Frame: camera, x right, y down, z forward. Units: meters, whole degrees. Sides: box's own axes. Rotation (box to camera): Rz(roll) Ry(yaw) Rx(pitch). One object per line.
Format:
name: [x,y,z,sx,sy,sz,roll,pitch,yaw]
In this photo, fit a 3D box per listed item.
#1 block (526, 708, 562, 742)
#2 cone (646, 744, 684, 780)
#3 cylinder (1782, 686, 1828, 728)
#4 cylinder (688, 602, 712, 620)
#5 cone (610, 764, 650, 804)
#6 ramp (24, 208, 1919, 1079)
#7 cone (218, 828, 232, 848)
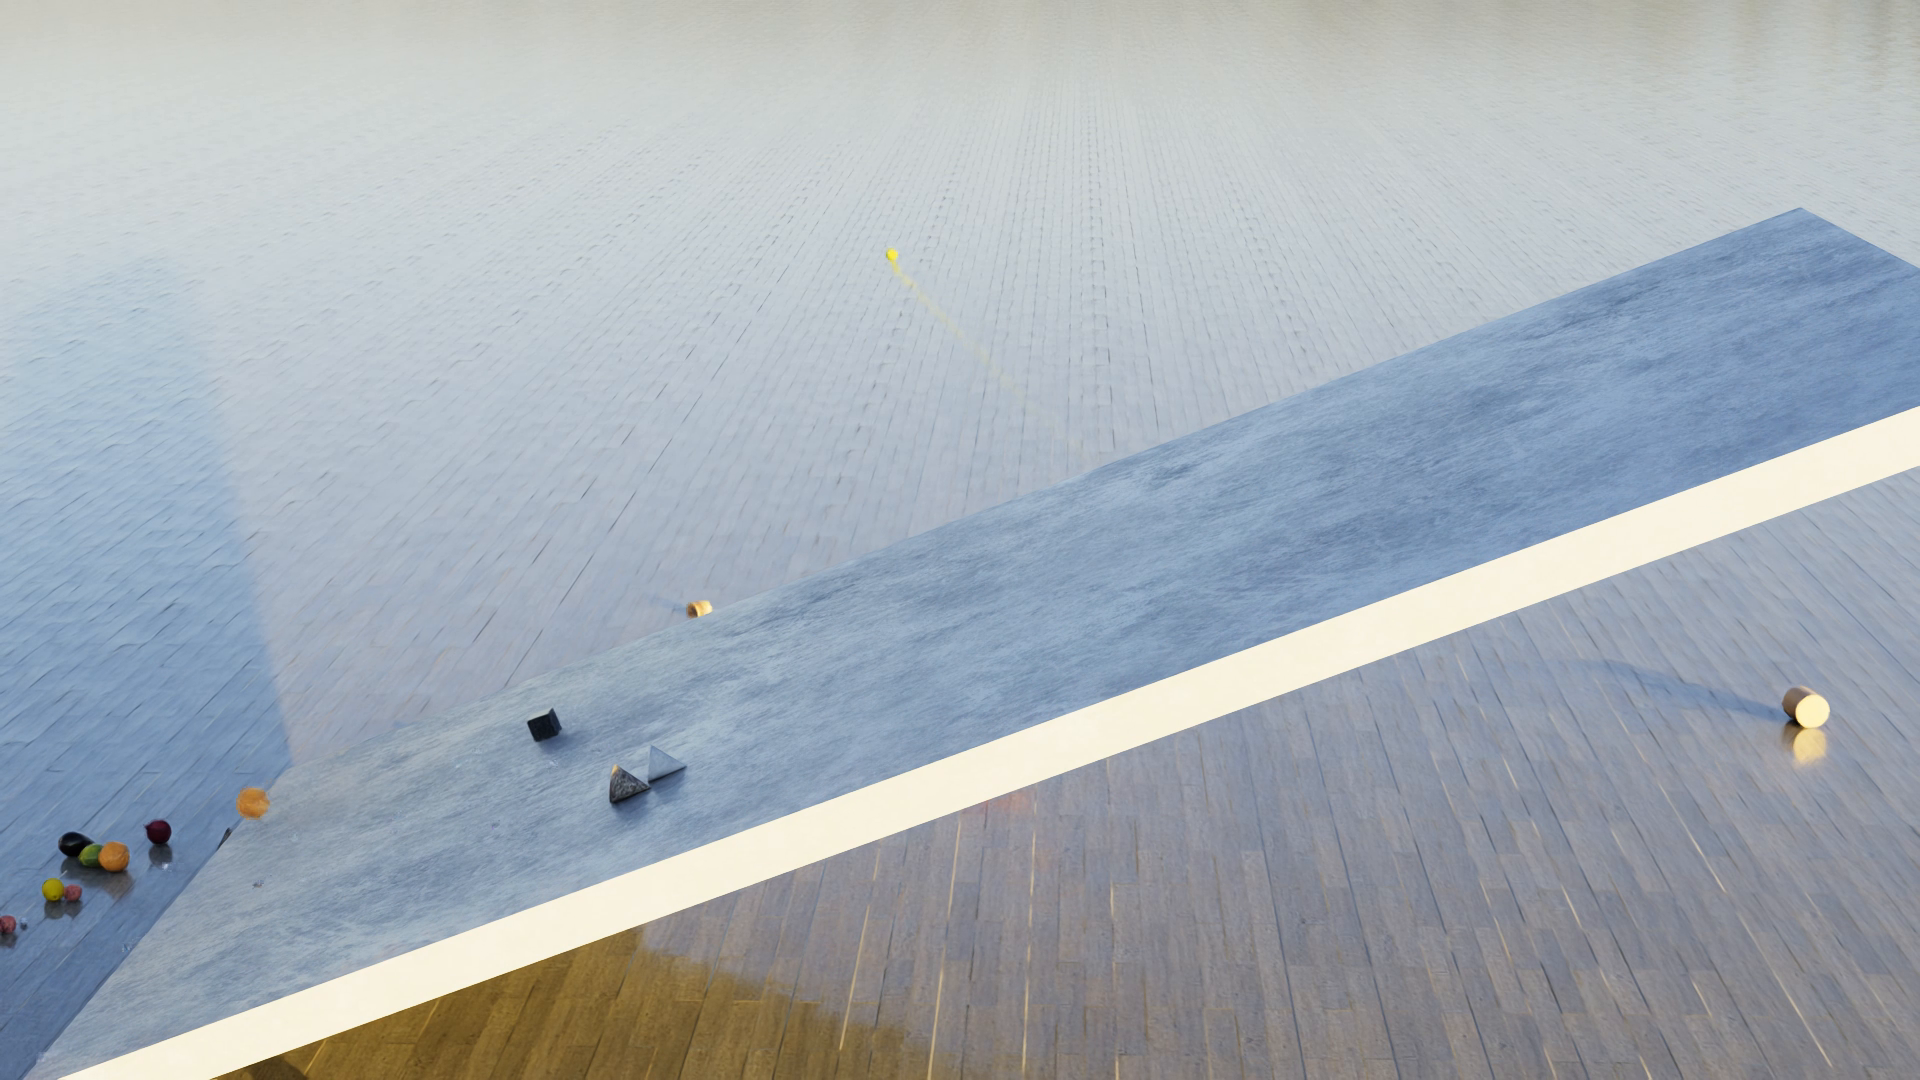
block: [-0.951,0.422,6.723,0.054,0.054,0.054,-20,12,8]
cone: [-0.592,0.457,5.973,0.078,0.078,0.078,13,11,-12]
cylinder: [2.356,0.465,8.197,0.095,0.095,0.095,-2,14,-7]
cylinder: [-0.822,0.224,9.287,0.055,0.055,0.055,-10,17,-37]
cone: [-0.660,0.495,5.921,0.079,0.079,0.079,6,14,3]
ramp: [0.121,0.175,6.293,4.000,0.100,2.000,-20,12,7]
cone: [-1.774,0.730,7.138,0.074,0.074,0.074,0,13,0]
